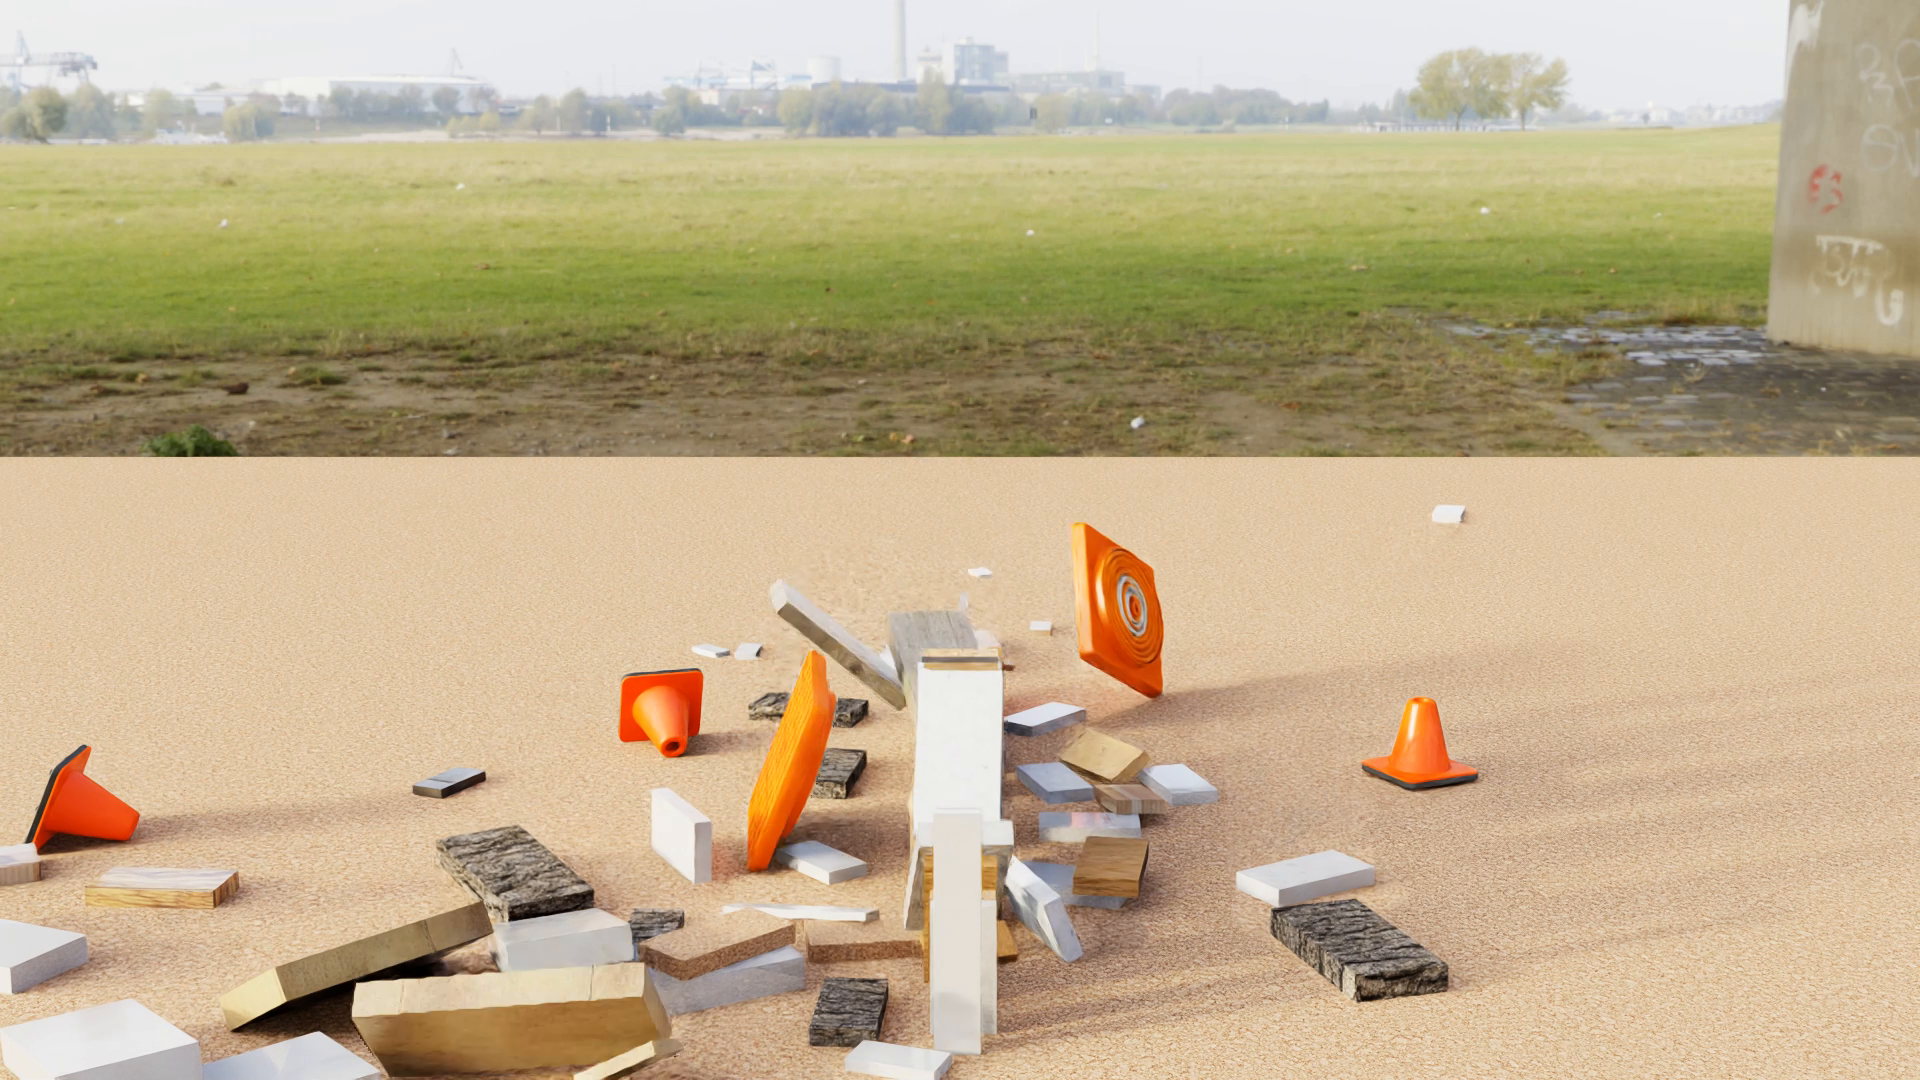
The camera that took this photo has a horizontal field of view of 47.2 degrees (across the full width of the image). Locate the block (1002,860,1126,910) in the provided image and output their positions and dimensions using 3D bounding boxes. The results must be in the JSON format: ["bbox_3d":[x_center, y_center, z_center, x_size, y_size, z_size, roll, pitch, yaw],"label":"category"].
[{"bbox_3d":[0.176,0.575,3.670,0.209,0.030,0.104,4,11,19],"label":"block"}]

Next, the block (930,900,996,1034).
[{"bbox_3d":[0.005,0.601,3.095,0.094,0.187,0.027,0,10,0],"label":"block"}]

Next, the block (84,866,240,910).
[{"bbox_3d":[-1.324,0.578,3.652,0.215,0.030,0.108,1,11,4],"label":"block"}]

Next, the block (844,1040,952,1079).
[{"bbox_3d":[-0.084,0.708,2.984,0.130,0.018,0.065,4,11,20],"label":"block"}]

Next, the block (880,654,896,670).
[{"bbox_3d":[-0.108,0.305,5.114,0.117,0.033,0.235,-10,15,-43],"label":"block"}]

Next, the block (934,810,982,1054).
[{"bbox_3d":[-0.004,0.538,3.010,0.065,0.343,0.018,0,9,0],"label":"block"}]

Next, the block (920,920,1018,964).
[{"bbox_3d":[0.013,0.621,3.363,0.137,0.019,0.068,-3,40,-18],"label":"block"}]

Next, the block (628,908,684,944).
[{"bbox_3d":[-0.484,0.618,3.458,0.079,0.022,0.158,0,11,1],"label":"block"}]

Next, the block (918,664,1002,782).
[{"bbox_3d":[0.000,0.376,3.991,0.151,0.301,0.043,0,8,0],"label":"block"}]

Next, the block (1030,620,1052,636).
[{"bbox_3d":[0.206,0.225,5.596,0.051,0.015,0.103,1,11,5],"label":"block"}]

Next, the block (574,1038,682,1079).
[{"bbox_3d":[-0.435,0.686,2.883,0.130,0.018,0.065,-27,-18,20],"label":"block"}]

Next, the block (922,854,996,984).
[{"bbox_3d":[0.000,0.561,3.244,0.107,0.214,0.030,0,28,0],"label":"block"}]

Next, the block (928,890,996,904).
[{"bbox_3d":[0.004,0.587,3.181,0.094,0.187,0.027,0,32,1],"label":"block"}]

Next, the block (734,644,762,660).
[{"bbox_3d":[-0.514,0.271,5.348,0.051,0.015,0.103,1,11,4],"label":"block"}]

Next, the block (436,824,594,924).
[{"bbox_3d":[-0.740,0.556,3.645,0.149,0.042,0.298,-7,19,-34],"label":"block"}]

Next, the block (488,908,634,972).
[{"bbox_3d":[-0.595,0.593,3.246,0.174,0.049,0.348,-7,-3,-17],"label":"block"}]

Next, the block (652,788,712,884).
[{"bbox_3d":[-0.483,0.510,3.803,0.030,0.108,0.215,-4,11,-27],"label":"block"}]

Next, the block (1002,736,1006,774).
[{"bbox_3d":[0.000,0.409,4.512,0.171,0.048,0.341,0,11,-1],"label":"block"}]

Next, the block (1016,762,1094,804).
[{"bbox_3d":[0.182,0.469,4.250,0.091,0.026,0.182,-3,11,-17],"label":"block"}]

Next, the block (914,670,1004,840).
[{"bbox_3d":[-0.002,0.353,3.611,0.139,0.278,0.039,1,-20,2],"label":"block"}]

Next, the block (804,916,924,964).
[{"bbox_3d":[-0.130,0.620,3.422,0.214,0.030,0.107,-2,11,-9],"label":"block"}]

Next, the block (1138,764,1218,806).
[{"bbox_3d":[0.419,0.472,4.236,0.091,0.026,0.182,-3,11,-16],"label":"block"}]

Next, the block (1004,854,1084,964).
[{"bbox_3d":[0.123,0.575,3.446,0.030,0.107,0.213,-26,17,-13],"label":"block"}]

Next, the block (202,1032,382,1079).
[{"bbox_3d":[-0.941,0.724,2.811,0.349,0.049,0.175,-9,14,-41],"label":"block"}]

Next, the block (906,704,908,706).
[{"bbox_3d":[-0.013,0.330,4.719,0.171,0.048,0.341,1,-3,6],"label":"block"}]

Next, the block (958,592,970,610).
[{"bbox_3d":[0.001,0.188,5.365,0.019,0.068,0.137,10,23,3],"label":"block"}]

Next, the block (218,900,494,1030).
[{"bbox_3d":[-0.870,0.615,3.184,0.175,0.049,0.349,-30,-12,41],"label":"block"}]

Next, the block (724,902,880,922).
[{"bbox_3d":[-0.255,0.594,3.512,0.262,0.013,0.046,-2,-1,27],"label":"block"}]

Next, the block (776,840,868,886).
[{"bbox_3d":[-0.239,0.555,3.793,0.079,0.022,0.158,-8,13,-38],"label":"block"}]

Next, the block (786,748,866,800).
[{"bbox_3d":[-0.260,0.455,4.304,0.117,0.033,0.233,1,11,7],"label":"block"}]

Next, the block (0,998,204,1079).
[{"bbox_3d":[-1.136,0.677,2.899,0.175,0.049,0.349,-9,4,-34],"label":"block"}]

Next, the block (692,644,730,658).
[{"bbox_3d":[-0.606,0.270,5.356,0.046,0.013,0.092,-10,15,-43],"label":"block"}]

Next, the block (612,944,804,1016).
[{"bbox_3d":[-0.425,0.643,3.249,0.348,0.049,0.174,-6,12,-29],"label":"block"}]

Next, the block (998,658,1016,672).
[{"bbox_3d":[0.086,0.290,5.211,0.051,0.015,0.103,12,5,-26],"label":"block"}]

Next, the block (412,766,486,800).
[{"bbox_3d":[-0.989,0.470,4.262,0.068,0.019,0.137,5,12,25],"label":"block"}]

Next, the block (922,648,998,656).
[{"bbox_3d":[0.001,0.351,4.306,0.151,0.043,0.301,0,53,1],"label":"block"}]

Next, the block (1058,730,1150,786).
[{"bbox_3d":[0.283,0.432,4.332,0.091,0.026,0.182,-39,27,-21],"label":"block"}]

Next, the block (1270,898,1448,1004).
[{"bbox_3d":[0.606,0.625,3.365,0.149,0.042,0.298,-3,11,-17],"label":"block"}]

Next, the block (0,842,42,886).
[{"bbox_3d":[-1.702,0.564,3.721,0.263,0.033,0.117,-5,12,-27],"label":"block"}]

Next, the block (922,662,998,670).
[{"bbox_3d":[0.000,0.273,3.818,0.134,0.038,0.268,0,16,1],"label":"block"}]

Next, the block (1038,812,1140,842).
[{"bbox_3d":[0.234,0.519,3.978,0.182,0.026,0.091,0,11,2],"label":"block"}]

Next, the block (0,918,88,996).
[{"bbox_3d":[-1.502,0.626,3.359,0.298,0.042,0.149,5,11,23],"label":"block"}]

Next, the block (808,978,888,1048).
[{"bbox_3d":[-0.157,0.674,3.143,0.094,0.027,0.187,1,11,3],"label":"block"}]

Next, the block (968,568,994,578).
[{"bbox_3d":[0.062,0.095,6.301,0.046,0.013,0.092,-4,11,-19],"label":"block"}]

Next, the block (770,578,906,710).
[{"bbox_3d":[-0.243,0.213,4.468,0.345,0.033,0.117,40,10,-23],"label":"block"}]

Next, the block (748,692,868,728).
[{"bbox_3d":[-0.328,0.368,4.771,0.233,0.033,0.117,3,11,17],"label":"block"}]

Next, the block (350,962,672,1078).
[{"bbox_3d":[-0.586,0.633,2.893,0.379,0.174,0.049,-5,50,3],"label":"block"}]

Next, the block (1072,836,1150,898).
[{"bbox_3d":[0.254,0.544,3.672,0.107,0.030,0.213,2,11,9],"label":"block"}]

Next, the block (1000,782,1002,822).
[{"bbox_3d":[0.003,0.439,3.772,0.134,0.268,0.038,0,-14,-1],"label":"block"}]

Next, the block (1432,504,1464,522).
[{"bbox_3d":[1.608,-0.086,7.239,0.091,0.026,0.182,3,11,17],"label":"block"}]

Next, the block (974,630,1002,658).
[{"bbox_3d":[0.043,0.256,5.396,0.089,0.025,0.178,-2,11,-11],"label":"block"}]

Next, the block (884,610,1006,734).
[{"bbox_3d":[-0.035,0.277,4.501,0.171,0.048,0.341,-2,40,-17],"label":"block"}]

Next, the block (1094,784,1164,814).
[{"bbox_3d":[0.314,0.483,4.099,0.091,0.026,0.182,0,2,-10],"label":"block"}]

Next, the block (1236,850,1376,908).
[{"bbox_3d":[0.582,0.569,3.702,0.213,0.030,0.107,-7,12,-32],"label":"block"}]

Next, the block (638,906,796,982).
[{"bbox_3d":[-0.360,0.599,3.269,0.107,0.030,0.214,10,14,43],"label":"block"}]

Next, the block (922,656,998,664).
[{"bbox_3d":[-0.001,0.363,4.244,0.151,0.043,0.301,0,53,1],"label":"block"}]

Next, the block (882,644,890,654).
[{"bbox_3d":[-0.134,0.269,5.328,0.089,0.025,0.178,1,11,5],"label":"block"}]

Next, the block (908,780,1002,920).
[{"bbox_3d":[-0.011,0.504,3.596,0.139,0.039,0.278,-2,39,-2],"label":"block"}]

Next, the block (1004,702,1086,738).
[{"bbox_3d":[0.177,0.384,4.708,0.089,0.025,0.191,9,14,39],"label":"block"}]

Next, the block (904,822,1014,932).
[{"bbox_3d":[-0.005,0.509,3.315,0.139,0.278,0.039,0,54,-7],"label":"block"}]
